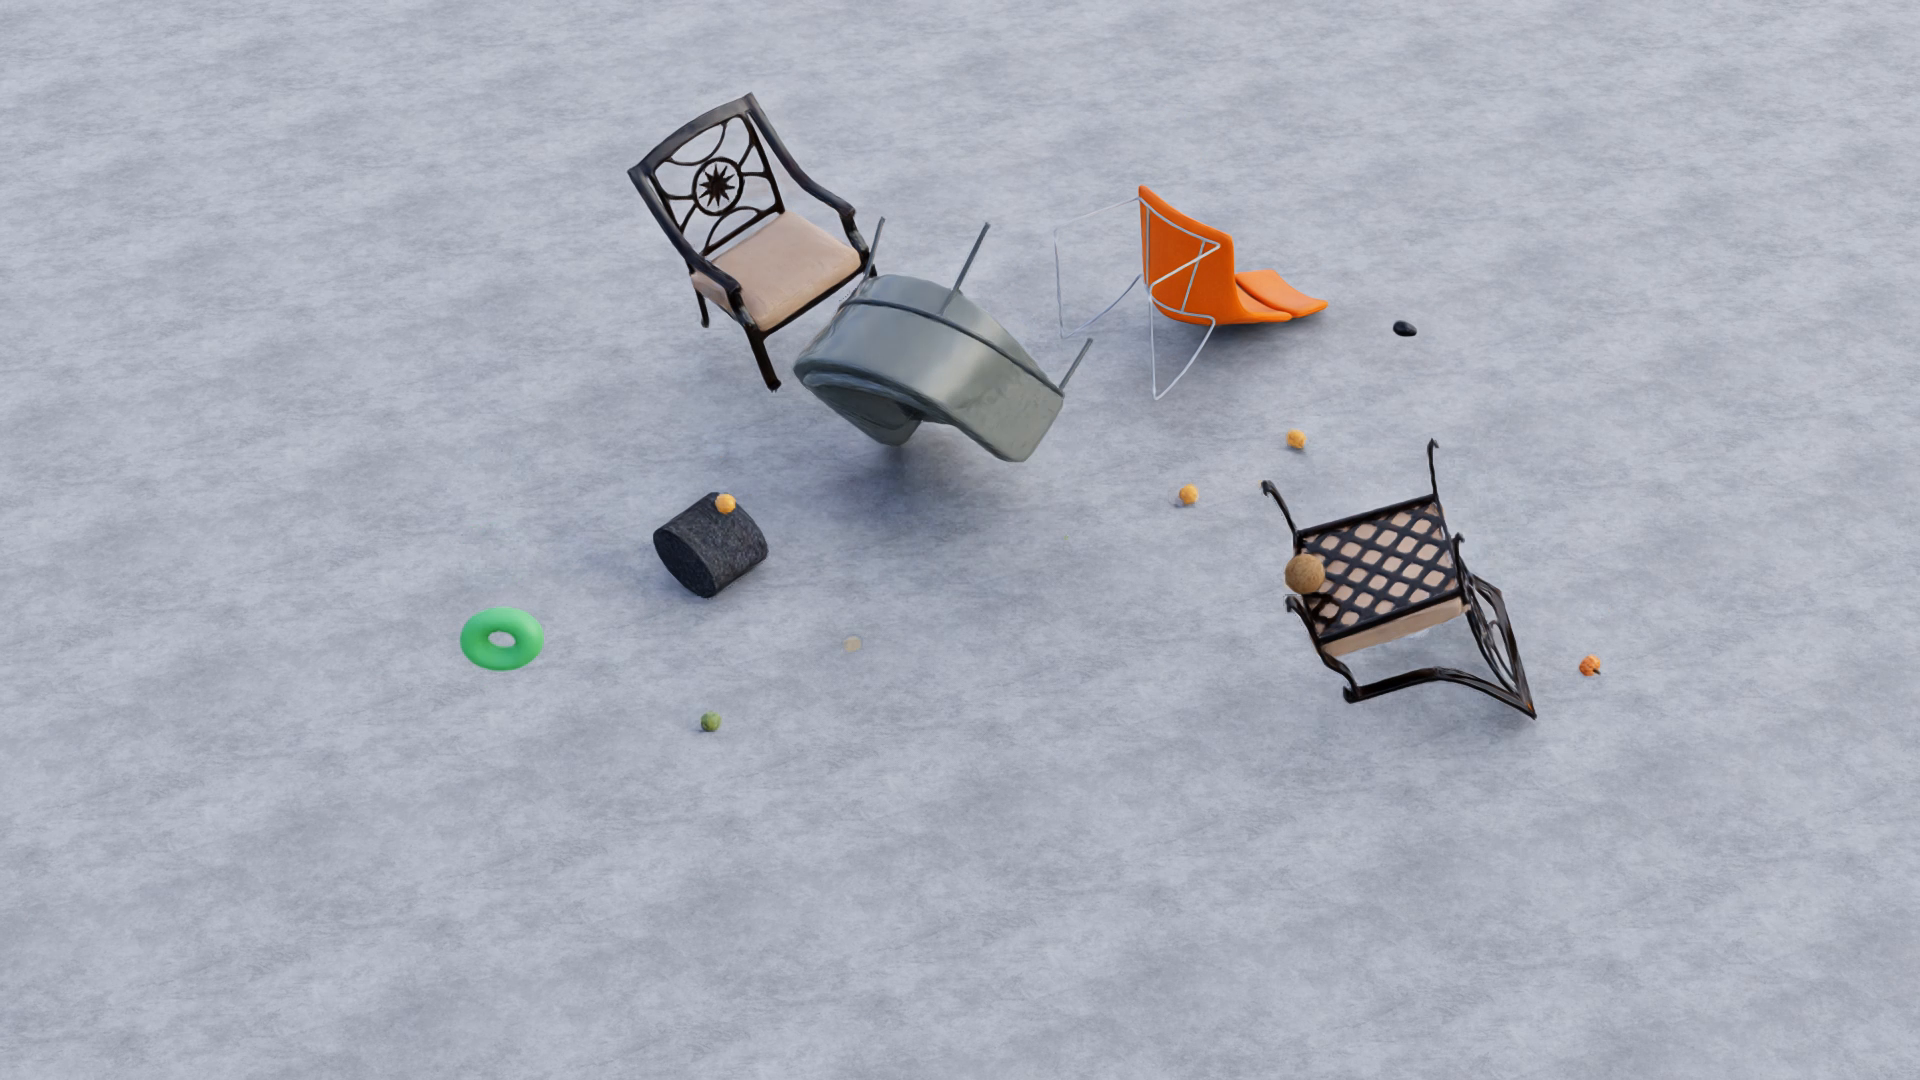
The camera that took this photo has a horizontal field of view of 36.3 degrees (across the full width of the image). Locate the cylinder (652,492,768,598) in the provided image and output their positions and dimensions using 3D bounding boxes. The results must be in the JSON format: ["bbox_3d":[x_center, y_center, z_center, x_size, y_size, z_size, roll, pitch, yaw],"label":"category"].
[{"bbox_3d":[-0.910,0.017,10.707,0.320,0.186,0.304,46,47,6],"label":"cylinder"}]

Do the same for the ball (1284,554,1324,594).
[{"bbox_3d":[1.153,0.115,9.818,0.136,0.136,0.136,0,33,0],"label":"ball"}]

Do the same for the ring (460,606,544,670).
[{"bbox_3d":[-1.516,0.327,9.707,0.282,0.220,0.109,-5,24,7],"label":"ring"}]
